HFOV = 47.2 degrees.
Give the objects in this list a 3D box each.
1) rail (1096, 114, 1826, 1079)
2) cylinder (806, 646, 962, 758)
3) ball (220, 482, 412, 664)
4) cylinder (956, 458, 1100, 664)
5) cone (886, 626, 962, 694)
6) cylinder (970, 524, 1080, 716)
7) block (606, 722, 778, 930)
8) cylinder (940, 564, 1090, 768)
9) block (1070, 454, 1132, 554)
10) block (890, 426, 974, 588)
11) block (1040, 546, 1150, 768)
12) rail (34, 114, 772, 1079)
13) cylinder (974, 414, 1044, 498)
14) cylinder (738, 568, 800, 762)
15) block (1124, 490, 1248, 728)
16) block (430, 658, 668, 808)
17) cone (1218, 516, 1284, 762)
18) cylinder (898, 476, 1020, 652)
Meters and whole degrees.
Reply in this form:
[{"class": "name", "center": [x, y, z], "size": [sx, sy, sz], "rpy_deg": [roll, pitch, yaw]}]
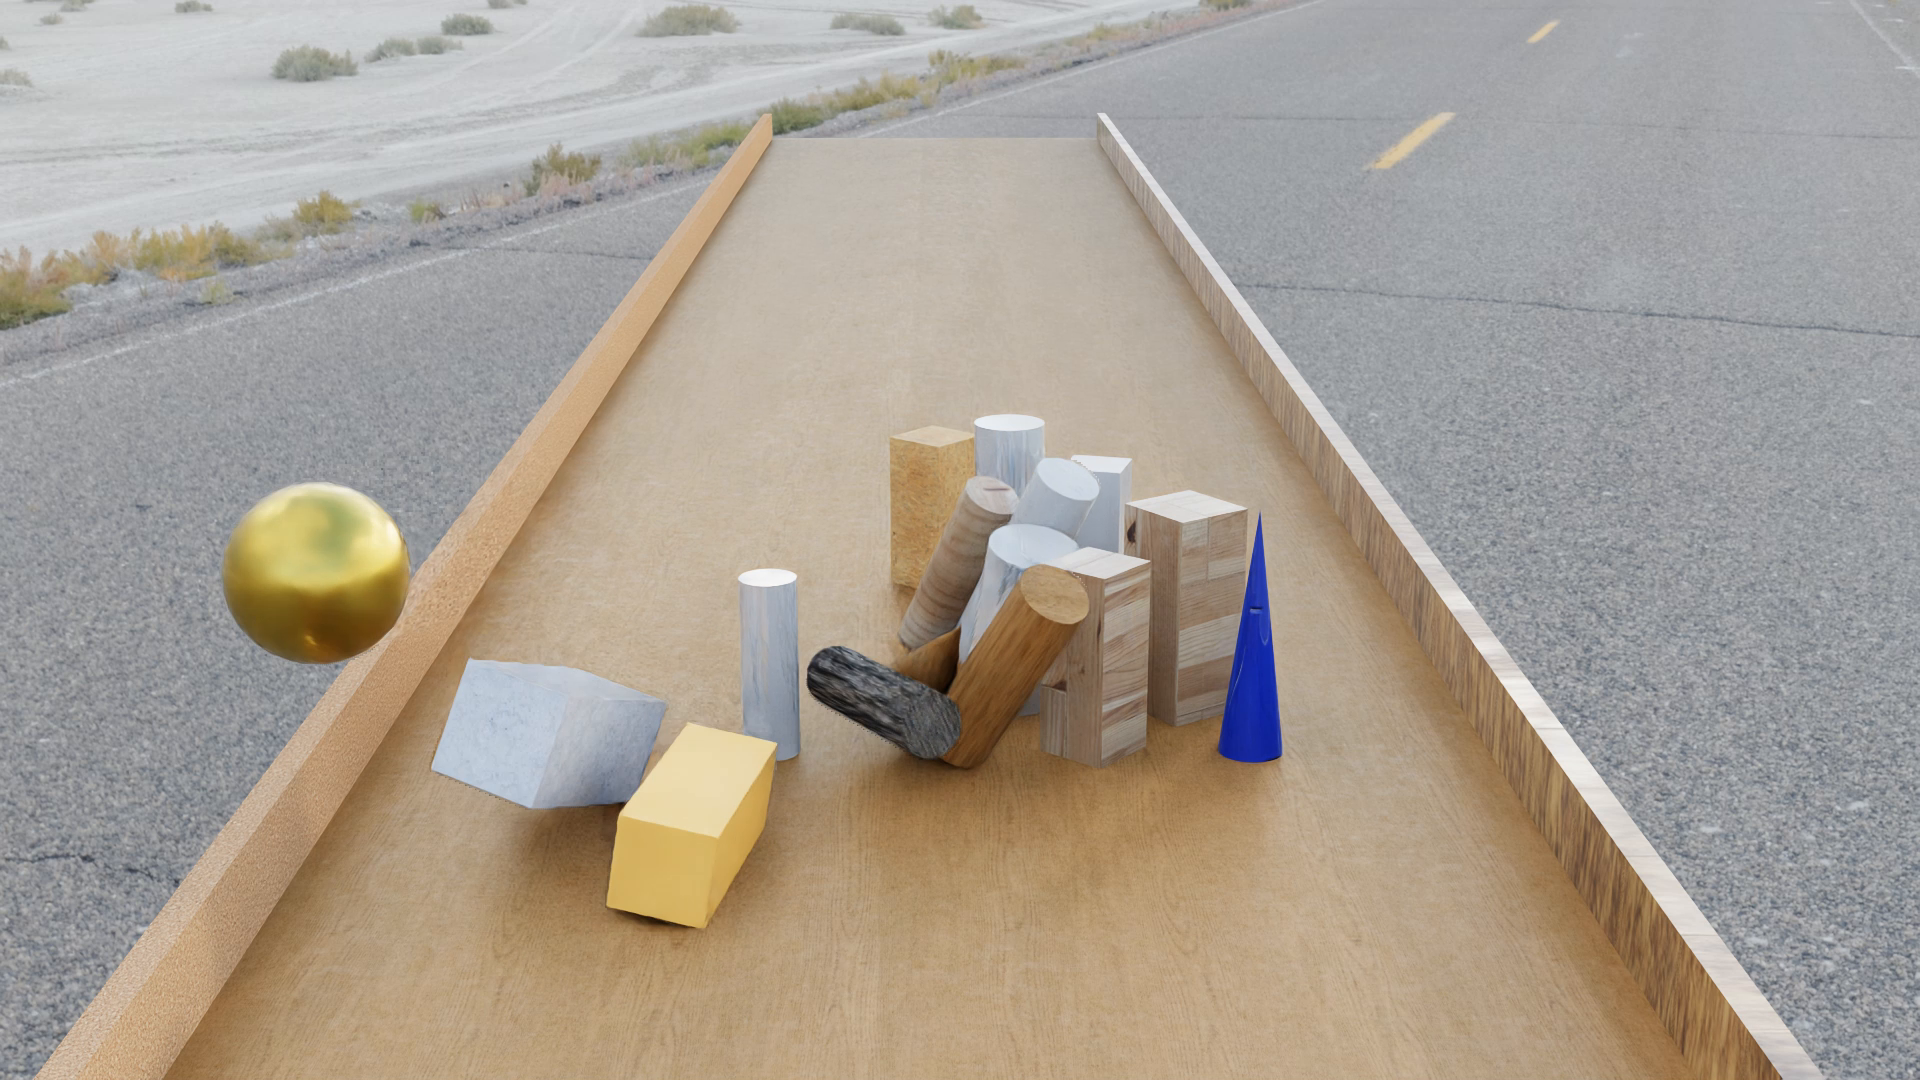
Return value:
[{"class": "rail", "center": [0.932, -0.844, 7.801], "size": [0.050, 0.150, 12.000], "rpy_deg": [0, 17, -1]}, {"class": "cylinder", "center": [-0.137, 0.274, 3.796], "size": [0.109, 0.109, 0.438], "rpy_deg": [-7, 11, -24]}, {"class": "ball", "center": [-1.071, 0.055, 3.666], "size": [0.305, 0.305, 0.305], "rpy_deg": [0, 17, 0]}, {"class": "cylinder", "center": [0.120, 0.054, 4.245], "size": [0.126, 0.450, 0.126], "rpy_deg": [18, 34, -13]}, {"class": "cone", "center": [-0.044, 0.221, 3.897], "size": [0.165, 0.165, 0.311], "rpy_deg": [-7, -26, -23]}, {"class": "cylinder", "center": [0.115, 0.149, 4.111], "size": [0.172, 0.316, 0.172], "rpy_deg": [7, 29, -4]}, {"class": "block", "center": [-0.413, 0.440, 3.439], "size": [0.152, 0.152, 0.378], "rpy_deg": [12, 18, 6]}, {"class": "cylinder", "center": [0.076, 0.221, 3.774], "size": [0.126, 0.412, 0.126], "rpy_deg": [17, 43, -16]}, {"class": "block", "center": [0.270, 0.039, 4.398], "size": [0.118, 0.397, 0.118], "rpy_deg": [5, 17, 15]}, {"class": "block", "center": [-0.054, -0.069, 4.876], "size": [0.142, 0.332, 0.142], "rpy_deg": [14, 21, 38]}, {"class": "block", "center": [0.239, 0.208, 3.914], "size": [0.137, 0.351, 0.137], "rpy_deg": [13, 21, 38]}, {"class": "rail", "center": [-1.118, -0.838, 7.780], "size": [0.050, 0.150, 12.000], "rpy_deg": [0, 17, -1]}, {"class": "cylinder", "center": [0.103, -0.045, 4.647], "size": [0.147, 0.417, 0.147], "rpy_deg": [0, 17, 0]}, {"class": "cylinder", "center": [-0.338, 0.222, 3.907], "size": [0.103, 0.326, 0.103], "rpy_deg": [0, 17, 0]}, {"class": "block", "center": [0.418, 0.126, 4.115], "size": [0.160, 0.393, 0.160], "rpy_deg": [-12, 20, -34]}, {"class": "block", "center": [-0.655, 0.314, 3.558], "size": [0.179, 0.179, 0.407], "rpy_deg": [19, 0, 15]}, {"class": "cone", "center": [0.522, 0.162, 3.891], "size": [0.117, 0.450, 0.117], "rpy_deg": [0, 17, 0]}, {"class": "cylinder", "center": [-0.005, 0.058, 4.337], "size": [0.113, 0.390, 0.113], "rpy_deg": [17, 36, -12]}]
